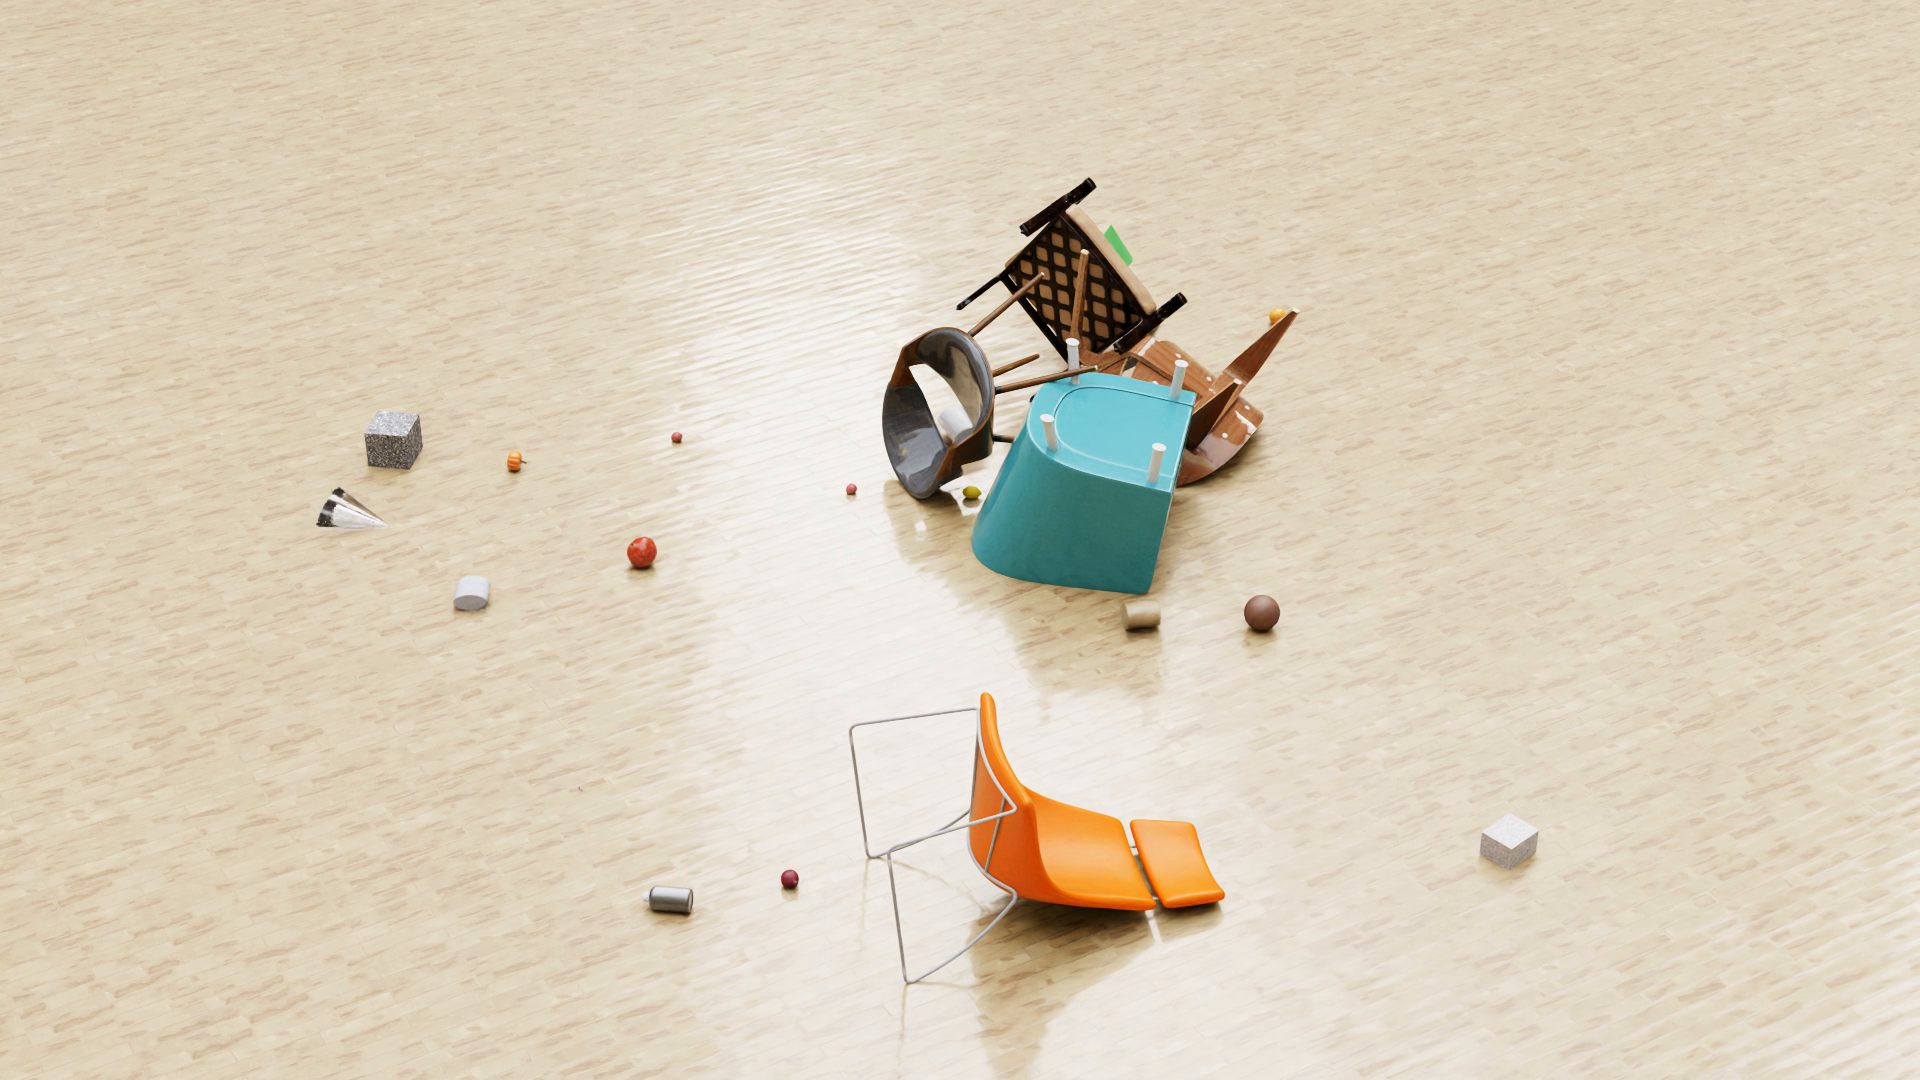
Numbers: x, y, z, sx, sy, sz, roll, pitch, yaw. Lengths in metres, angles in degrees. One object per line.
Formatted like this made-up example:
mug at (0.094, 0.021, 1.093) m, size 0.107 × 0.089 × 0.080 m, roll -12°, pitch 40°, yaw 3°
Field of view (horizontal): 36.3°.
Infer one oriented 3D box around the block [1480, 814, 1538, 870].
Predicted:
block at (1.760, 0.967, 9.397) m, size 0.141 × 0.088 × 0.119 m, roll -27°, pitch 42°, yaw -35°

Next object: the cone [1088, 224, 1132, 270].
cone at (0.655, -1.300, 12.762) m, size 0.198 × 0.170 × 0.213 m, roll -1°, pitch 33°, yaw -1°

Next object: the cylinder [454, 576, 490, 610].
cylinder at (-1.762, 0.191, 10.593) m, size 0.122 × 0.067 × 0.122 m, roll -3°, pitch 36°, yaw 2°

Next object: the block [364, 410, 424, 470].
block at (-2.201, -0.388, 11.396) m, size 0.167 × 0.151 × 0.170 m, roll 5°, pitch 34°, yaw 7°

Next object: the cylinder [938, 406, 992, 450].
cylinder at (0.018, -0.439, 11.511) m, size 0.159 × 0.107 × 0.174 m, roll -3°, pitch 32°, yaw -24°

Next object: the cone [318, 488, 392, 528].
cone at (-2.249, -0.084, 11.017) m, size 0.254 × 0.123 × 0.243 m, roll 18°, pitch 32°, yaw 2°
